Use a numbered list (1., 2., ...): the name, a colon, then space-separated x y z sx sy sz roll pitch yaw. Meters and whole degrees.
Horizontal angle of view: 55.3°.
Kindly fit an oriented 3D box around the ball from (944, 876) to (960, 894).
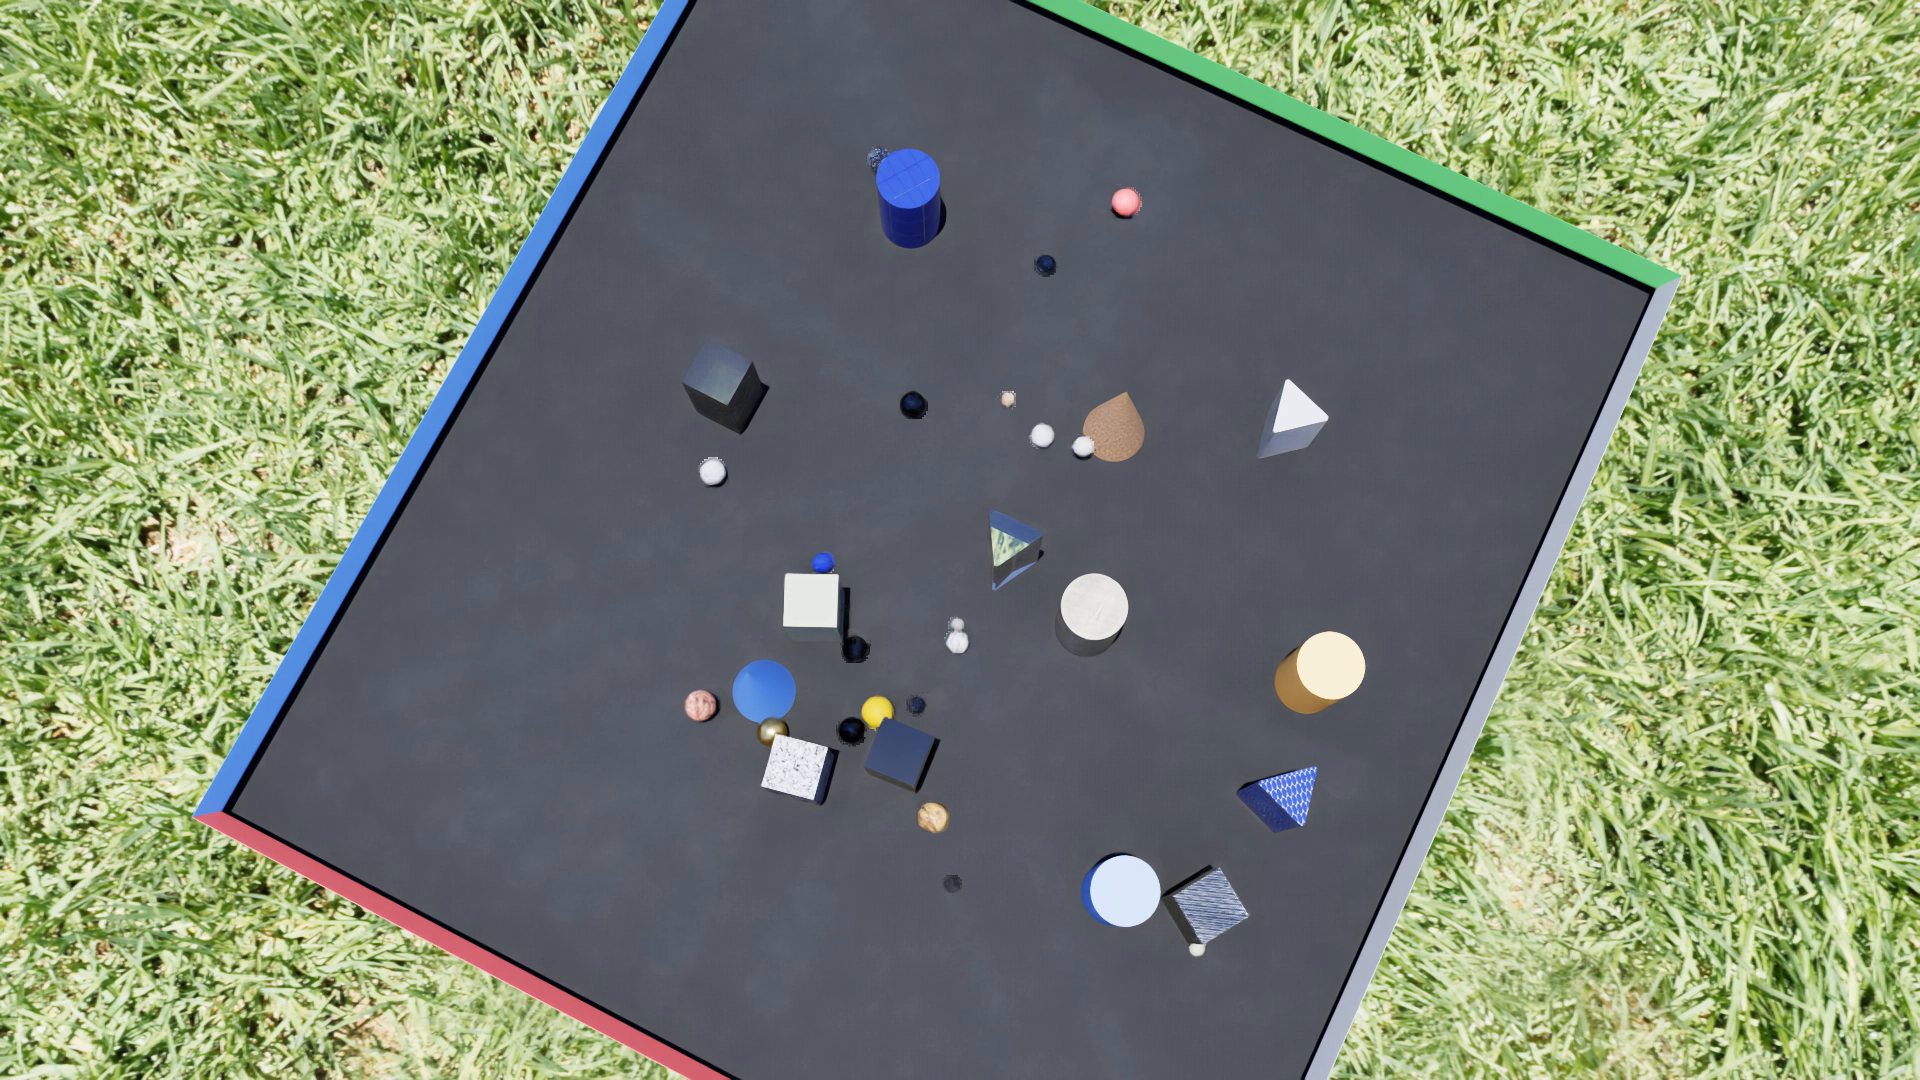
1. ball: -0.023 1.013 5.383 0.047 0.047 0.047 0 78 0

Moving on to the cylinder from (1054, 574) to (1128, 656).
1. cylinder: 0.384 0.225 5.393 0.191 0.346 0.191 0 78 0

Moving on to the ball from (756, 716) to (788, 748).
1. ball: -0.559 0.572 5.452 0.090 0.090 0.090 0 78 0

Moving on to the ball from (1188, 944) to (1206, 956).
1. ball: 0.691 1.191 5.346 0.047 0.047 0.047 0 78 0

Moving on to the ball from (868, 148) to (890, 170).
1. ball: -0.254 -1.210 5.829 0.075 0.075 0.075 0 78 0

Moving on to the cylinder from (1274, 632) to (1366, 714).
1. cylinder: 1.045 0.391 5.343 0.191 0.376 0.191 0 78 0

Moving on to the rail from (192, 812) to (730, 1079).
1. rail: -0.767 1.509 5.240 3.253 0.124 0.045 26 80 5

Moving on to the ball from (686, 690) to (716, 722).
1. ball: -0.772 0.494 5.466 0.094 0.094 0.094 0 78 0

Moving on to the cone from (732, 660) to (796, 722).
1. cone: -0.590 0.412 5.313 0.191 0.428 0.191 0 78 0

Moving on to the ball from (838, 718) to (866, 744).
1. ball: -0.323 0.568 5.458 0.079 0.079 0.079 0 78 0

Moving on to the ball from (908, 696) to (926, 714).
1. ball: -0.129 0.496 5.487 0.053 0.053 0.053 0 78 0

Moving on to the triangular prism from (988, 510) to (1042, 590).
1. triangular prism: 0.128 0.010 5.416 0.166 0.389 0.144 -34 80 -7

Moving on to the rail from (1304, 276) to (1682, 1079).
1. rail: 1.434 0.709 5.405 0.045 0.124 3.479 26 80 5

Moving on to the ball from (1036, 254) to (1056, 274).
1. ball: 0.270 -0.867 5.765 0.061 0.061 0.061 0 78 0

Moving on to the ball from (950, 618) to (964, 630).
1. ball: -0.007 0.256 5.542 0.042 0.042 0.042 0 78 0

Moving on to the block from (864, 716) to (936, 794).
1. block: -0.174 0.628 5.337 0.153 0.293 0.153 22 79 4

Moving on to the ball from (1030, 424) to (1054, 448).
1. ball: 0.255 -0.322 5.646 0.072 0.072 0.072 0 78 0

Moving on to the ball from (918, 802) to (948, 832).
1. ball: -0.081 0.817 5.401 0.090 0.090 0.090 0 78 0

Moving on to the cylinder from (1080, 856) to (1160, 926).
1. cylinder: 0.452 1.000 5.205 0.191 0.401 0.191 0 78 0

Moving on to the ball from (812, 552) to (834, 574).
1. ball: -0.418 0.070 5.569 0.065 0.065 0.065 0 78 0

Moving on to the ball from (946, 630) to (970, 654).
1. ball: -0.007 0.308 5.518 0.069 0.069 0.069 0 78 0

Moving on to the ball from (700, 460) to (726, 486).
1. ball: -0.758 -0.207 5.619 0.079 0.079 0.079 0 78 0

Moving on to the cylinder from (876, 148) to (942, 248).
1. cylinder: -0.156 -1.051 5.663 0.191 0.335 0.191 0 78 0

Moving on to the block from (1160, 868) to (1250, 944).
1. block: 0.694 1.045 5.226 0.153 0.342 0.153 -30 80 -6

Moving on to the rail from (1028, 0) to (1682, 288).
1. rail: 0.767 -1.496 5.861 3.253 0.124 0.045 26 80 5

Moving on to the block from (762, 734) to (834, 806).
1. block: -0.469 0.671 5.333 0.153 0.283 0.153 14 79 3

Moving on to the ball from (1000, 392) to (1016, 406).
1. ball: 0.149 -0.436 5.684 0.044 0.044 0.044 0 78 0

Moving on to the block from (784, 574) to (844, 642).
1. block: -0.429 0.204 5.419 0.153 0.305 0.153 1 78 0

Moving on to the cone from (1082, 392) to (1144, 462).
1. cone: 0.477 -0.381 5.468 0.191 0.445 0.191 0 78 0

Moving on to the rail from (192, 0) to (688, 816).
1. rail: -1.434 -0.695 5.696 0.045 0.124 3.479 26 80 5

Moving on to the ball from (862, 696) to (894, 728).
1. ball: -0.245 0.511 5.456 0.096 0.096 0.096 0 78 0

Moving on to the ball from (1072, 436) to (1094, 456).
1. ball: 0.377 -0.286 5.618 0.063 0.063 0.063 0 78 0

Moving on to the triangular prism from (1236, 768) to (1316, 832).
1. triangular prism: 0.932 0.719 5.250 0.144 0.427 0.166 -44 82 -8

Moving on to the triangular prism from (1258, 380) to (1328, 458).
1. triangular prism: 0.982 -0.373 5.534 0.166 0.312 0.144 -14 79 -3

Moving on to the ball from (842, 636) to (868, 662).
1. ball: -0.316 0.326 5.509 0.078 0.078 0.078 0 78 0

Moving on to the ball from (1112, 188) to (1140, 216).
1. ball: 0.523 -1.068 5.793 0.087 0.087 0.087 0 78 0

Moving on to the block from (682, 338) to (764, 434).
1. block: -0.713 -0.461 5.543 0.153 0.331 0.153 27 80 5

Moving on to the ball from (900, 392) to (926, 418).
1. ball: -0.146 -0.418 5.661 0.081 0.081 0.081 0 78 0
